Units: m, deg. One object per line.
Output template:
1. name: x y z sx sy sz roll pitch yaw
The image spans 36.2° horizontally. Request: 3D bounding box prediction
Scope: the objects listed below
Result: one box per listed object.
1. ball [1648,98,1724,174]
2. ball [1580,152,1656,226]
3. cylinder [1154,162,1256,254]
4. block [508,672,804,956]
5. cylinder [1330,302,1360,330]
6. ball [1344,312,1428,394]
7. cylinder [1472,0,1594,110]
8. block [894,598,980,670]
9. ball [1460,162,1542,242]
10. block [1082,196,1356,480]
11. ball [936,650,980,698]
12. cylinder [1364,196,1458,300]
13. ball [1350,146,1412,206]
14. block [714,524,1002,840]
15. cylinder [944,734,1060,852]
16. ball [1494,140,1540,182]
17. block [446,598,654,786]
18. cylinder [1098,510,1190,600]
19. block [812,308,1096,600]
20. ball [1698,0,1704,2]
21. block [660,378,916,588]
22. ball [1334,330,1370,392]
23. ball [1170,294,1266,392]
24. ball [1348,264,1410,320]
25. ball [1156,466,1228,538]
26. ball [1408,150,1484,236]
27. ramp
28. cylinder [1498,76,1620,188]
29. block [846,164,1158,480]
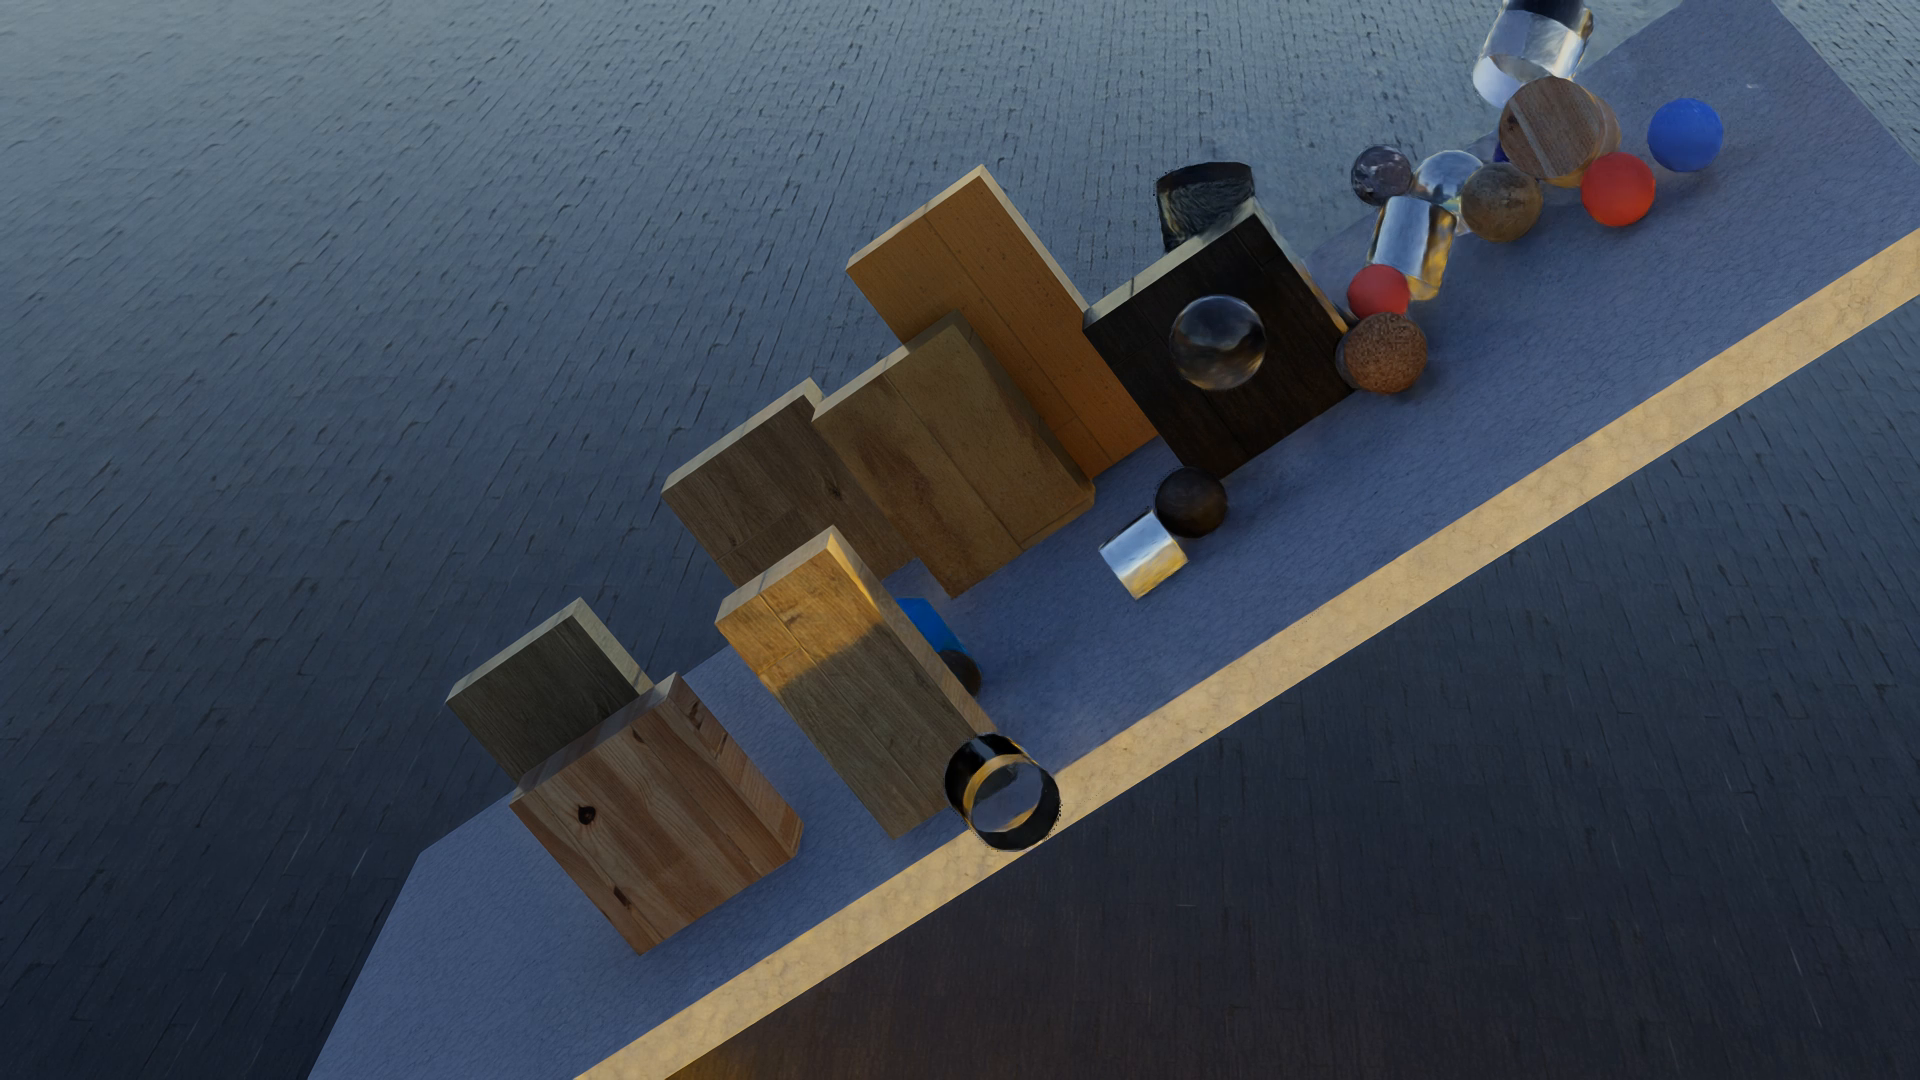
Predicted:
1. ball: 1.383 -0.771 5.608 0.141 0.141 0.141 0 22 0
2. ball: 1.280 -0.682 5.723 0.144 0.144 0.144 0 22 0
3. cylinder: 0.535 -0.671 6.268 0.210 0.210 0.210 -8 -11 -2
4. block: -0.610 0.555 5.935 0.407 0.418 0.136 -34 16 16
5. cylinder: 0.760 -0.435 6.157 0.125 0.125 0.125 31 15 -18
6. ball: 0.830 -0.364 5.732 0.159 0.159 0.159 0 22 0
7. cylinder: 1.189 -1.015 6.097 0.196 0.196 0.196 13 63 28
8. block: -0.124 0.258 6.104 0.195 0.195 0.195 -44 17 -21
9. ball: 1.120 -0.700 6.086 0.168 0.168 0.168 0 22 0
10. block: 0.549 -0.400 6.031 0.424 0.427 0.131 -34 16 16
11. ball: -0.019 0.283 5.934 0.123 0.123 0.123 0 22 0
12. cylinder: 0.921 -0.597 6.027 0.160 0.160 0.160 16 -11 3
13. ball: 0.875 -0.754 6.100 0.126 0.126 0.126 0 22 0
14. block: -0.181 0.271 5.531 0.265 0.550 0.116 -34 16 16
15. cylinder: 0.074 0.449 5.234 0.164 0.164 0.164 -7 16 -16
16. ball: 1.198 -0.816 6.258 0.125 0.125 0.125 0 22 0
17. block: -0.750 0.455 6.189 0.346 0.601 0.094 -34 16 16
18. cylinder: 0.361 0.028 5.794 0.129 0.129 0.129 -37 24 4
19. block: -0.012 -0.188 6.516 0.390 0.518 0.114 -34 16 16
20. ball: 1.369 -1.094 5.417 0.200 0.200 0.200 0 22 0
21. block: -0.394 -0.066 7.093 0.439 0.484 0.127 -34 16 16
22. ball: 0.816 -0.363 5.881 0.132 0.132 0.132 0 22 0
23. ball: 0.507 -0.388 5.784 0.191 0.191 0.191 0 22 0
24. ball: 0.838 -0.489 5.884 0.124 0.124 0.124 0 22 0
25. ball: 0.459 -0.074 5.841 0.142 0.142 0.142 0 22 0
26. ball: 1.058 -0.745 6.323 0.185 0.185 0.185 0 22 0
27. ramp: 0.131 0.178 6.317 4.000 0.100 2.000 -34 16 16
28. cylinder: 1.188 -0.805 5.822 0.197 0.197 0.197 10 5 24
29. block: 0.111 -0.443 6.594 0.371 0.715 0.098 -34 16 16
